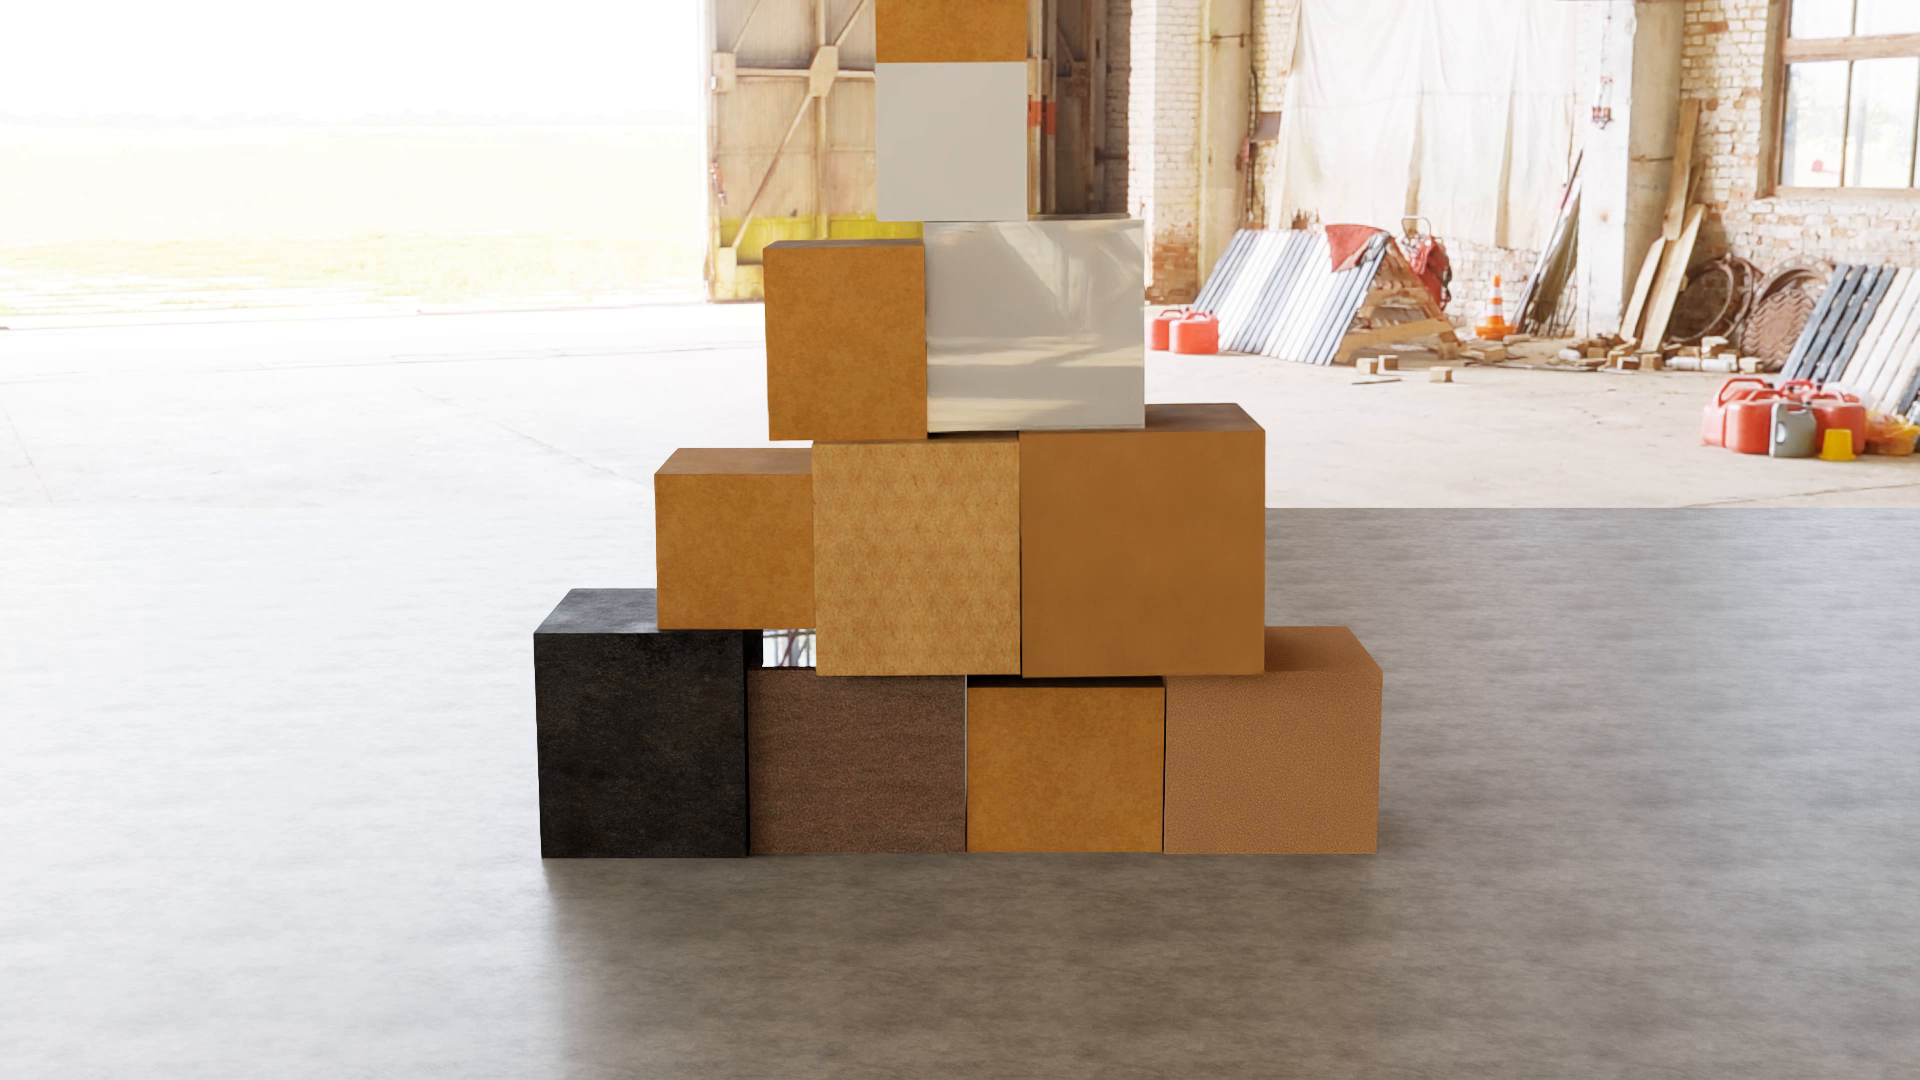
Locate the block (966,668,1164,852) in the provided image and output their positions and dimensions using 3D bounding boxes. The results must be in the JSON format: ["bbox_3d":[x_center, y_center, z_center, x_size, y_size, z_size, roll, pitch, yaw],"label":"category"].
[{"bbox_3d":[0.522,1.063,11.356,0.974,0.846,0.906,0,10,0],"label":"block"}]

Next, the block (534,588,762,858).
[{"bbox_3d":[-1.566,0.916,11.332,1.020,1.143,1.096,0,10,0],"label":"block"}]

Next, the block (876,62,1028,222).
[{"bbox_3d":[-0.040,-1.954,10.809,0.717,0.743,0.745,0,10,0],"label":"block"}]

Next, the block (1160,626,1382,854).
[{"bbox_3d":[1.547,1.013,11.376,1.057,0.936,1.014,0,10,0],"label":"block"}]

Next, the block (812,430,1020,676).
[{"bbox_3d":[-0.208,-0.006,11.169,0.992,1.133,1.165,0,10,0],"label":"block"}]

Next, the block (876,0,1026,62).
[{"bbox_3d":[-0.044,-2.639,10.718,0.710,0.636,0.735,0,10,0],"label":"block"}]

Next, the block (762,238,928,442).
[{"bbox_3d":[-0.549,-1.017,10.982,0.768,0.925,0.871,-1,10,0],"label":"block"}]

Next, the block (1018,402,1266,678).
[{"bbox_3d":[0.882,-0.029,11.169,1.178,1.193,1.155,-1,10,0],"label":"block"}]

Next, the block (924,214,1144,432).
[{"bbox_3d":[0.361,-1.104,10.990,1.053,1.002,0.873,-1,10,0],"label":"block"}]

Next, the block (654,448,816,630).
[{"bbox_3d":[-1.095,-0.025,11.165,0.772,0.769,0.931,0,10,0],"label":"block"}]

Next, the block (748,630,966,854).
[{"bbox_3d":[-0.510,1.016,11.359,1.072,0.937,0.959,0,10,0],"label":"block"}]
